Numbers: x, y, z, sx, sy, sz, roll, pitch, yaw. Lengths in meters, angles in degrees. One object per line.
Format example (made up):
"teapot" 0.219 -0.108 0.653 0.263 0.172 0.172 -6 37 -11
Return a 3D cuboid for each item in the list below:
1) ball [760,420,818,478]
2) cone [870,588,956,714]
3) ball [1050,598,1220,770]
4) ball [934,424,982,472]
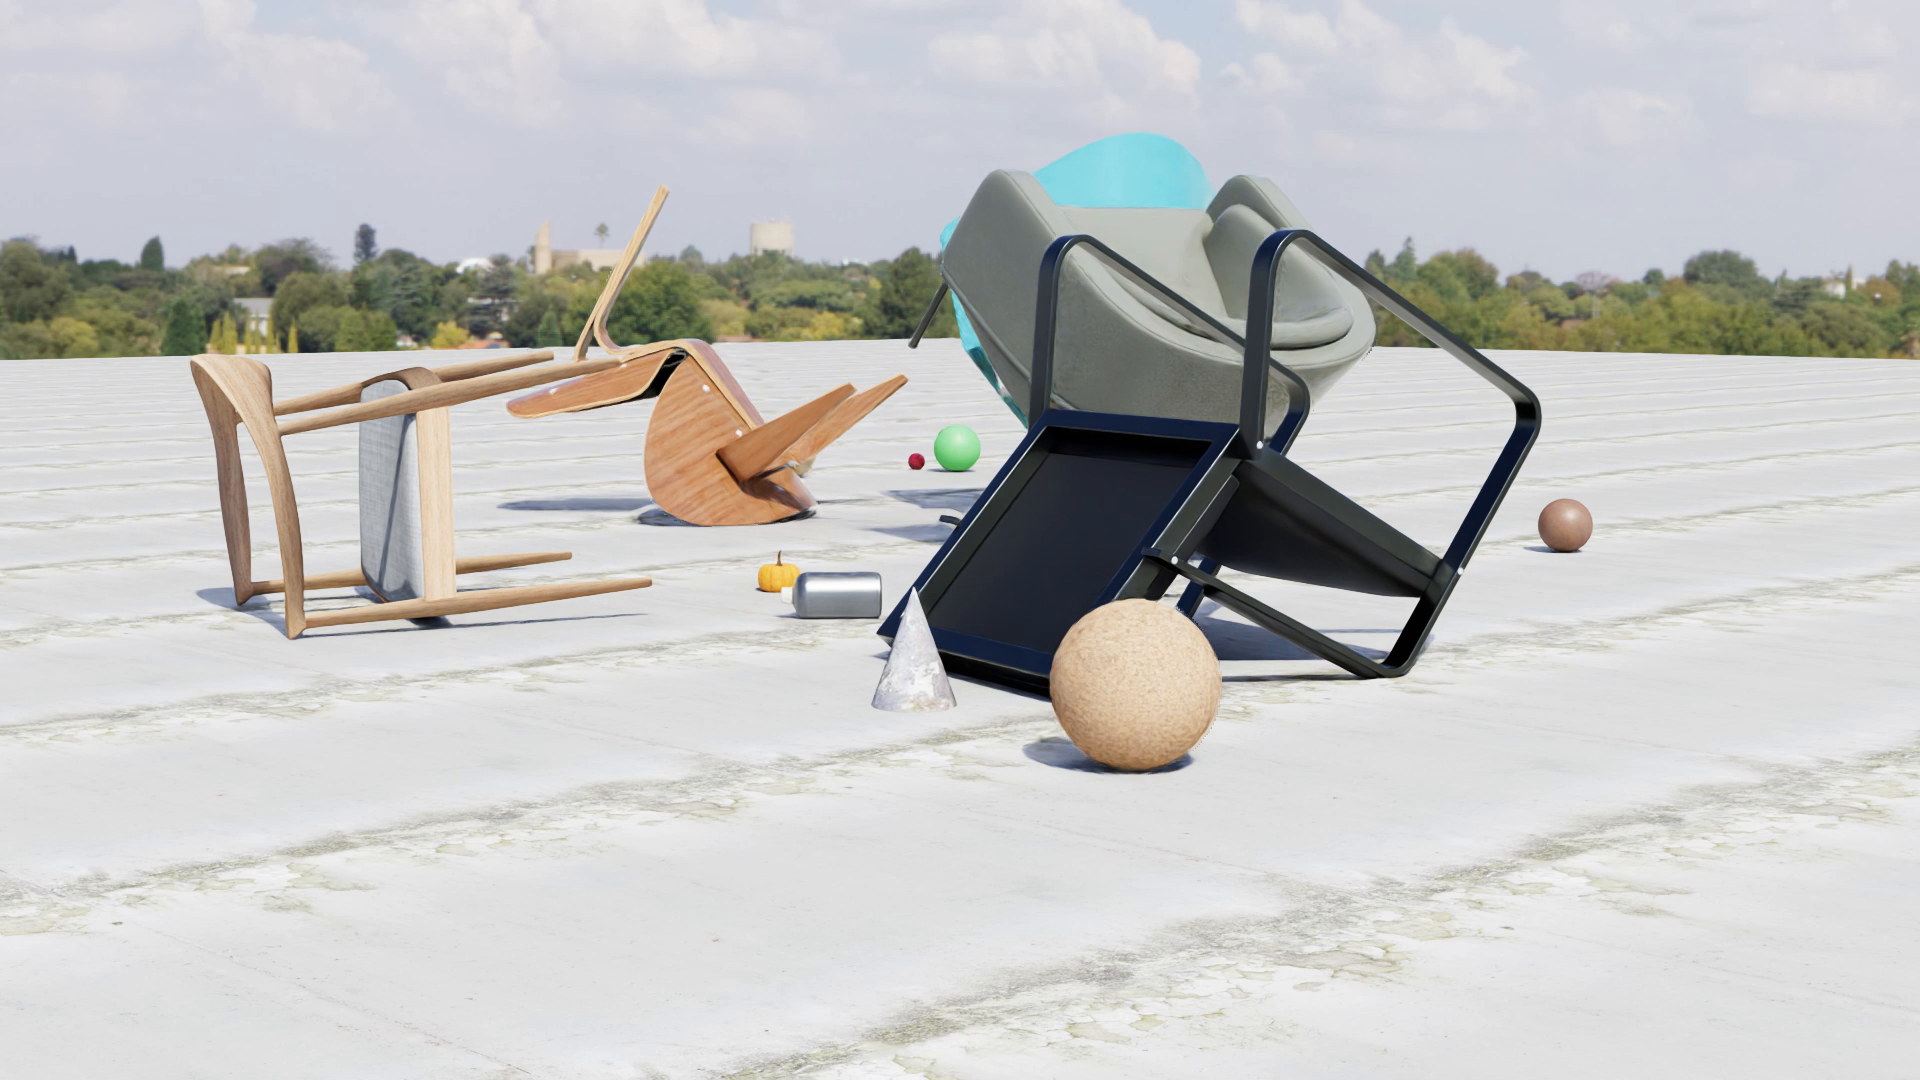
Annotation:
"ball" -0.558 -0.294 8.347 0.188 0.188 0.188 0 6 0
"cone" -0.071 0.161 3.943 0.133 0.185 0.157 0 6 -4
"ball" 0.234 0.193 3.433 0.228 0.228 0.228 0 6 0
"ball" -0.009 -0.309 8.630 0.160 0.160 0.160 0 6 0
